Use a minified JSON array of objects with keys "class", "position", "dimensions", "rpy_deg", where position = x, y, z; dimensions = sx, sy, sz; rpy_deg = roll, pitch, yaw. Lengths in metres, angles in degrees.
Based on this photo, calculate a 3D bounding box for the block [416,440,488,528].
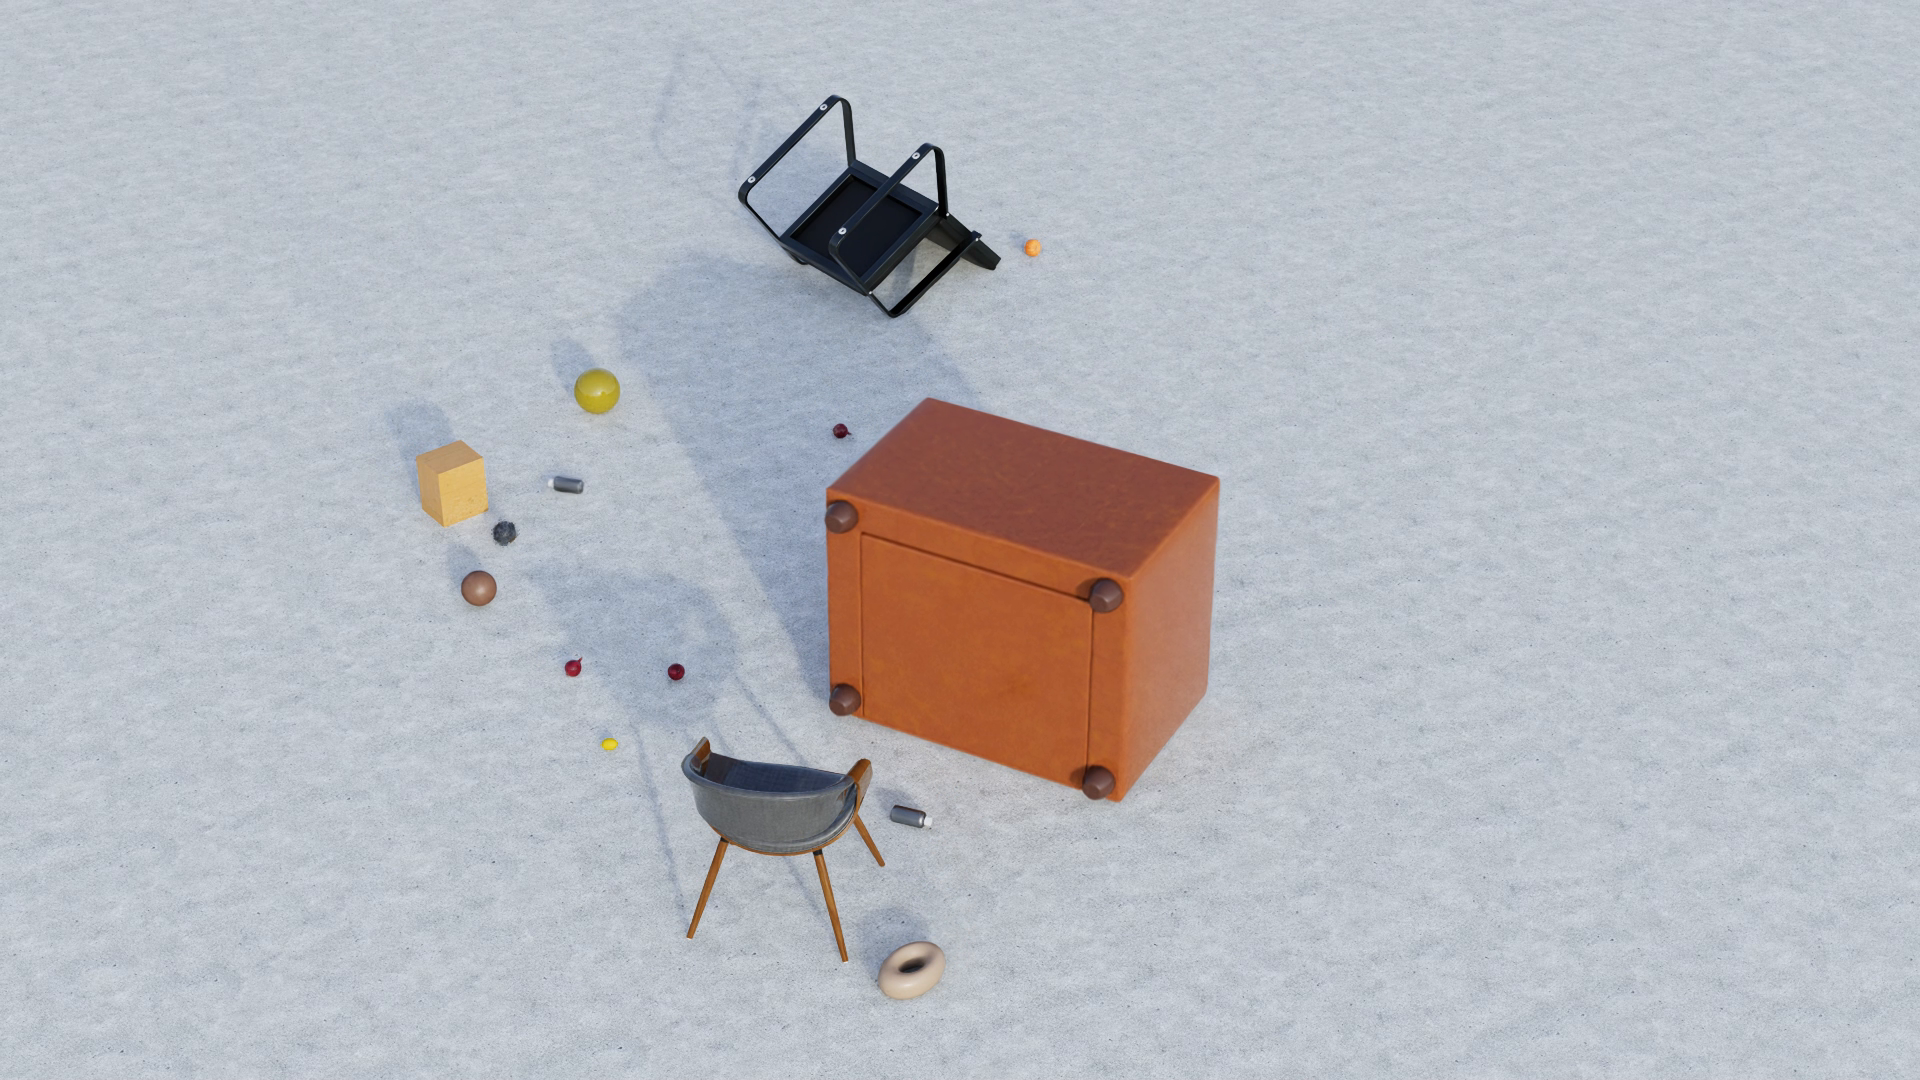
[{"class":"block","position":[-1.913,-0.213,11.053],"dimensions":[0.193,0.236,0.165],"rpy_deg":[-23,40,-31]}]

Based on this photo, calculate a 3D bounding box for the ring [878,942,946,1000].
[{"class":"ring","position":[-0.146,1.304,8.889],"dimensions":[0.170,0.087,0.242],"rpy_deg":[28,43,33]}]

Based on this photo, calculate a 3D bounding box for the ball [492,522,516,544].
[{"class":"ball","position":[-1.693,-0.026,10.903],"dimensions":[0.089,0.089,0.089],"rpy_deg":[0,33,0]}]

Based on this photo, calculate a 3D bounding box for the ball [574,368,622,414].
[{"class":"ball","position":[-1.444,-0.595,11.677],"dimensions":[0.186,0.186,0.186],"rpy_deg":[0,33,0]}]
